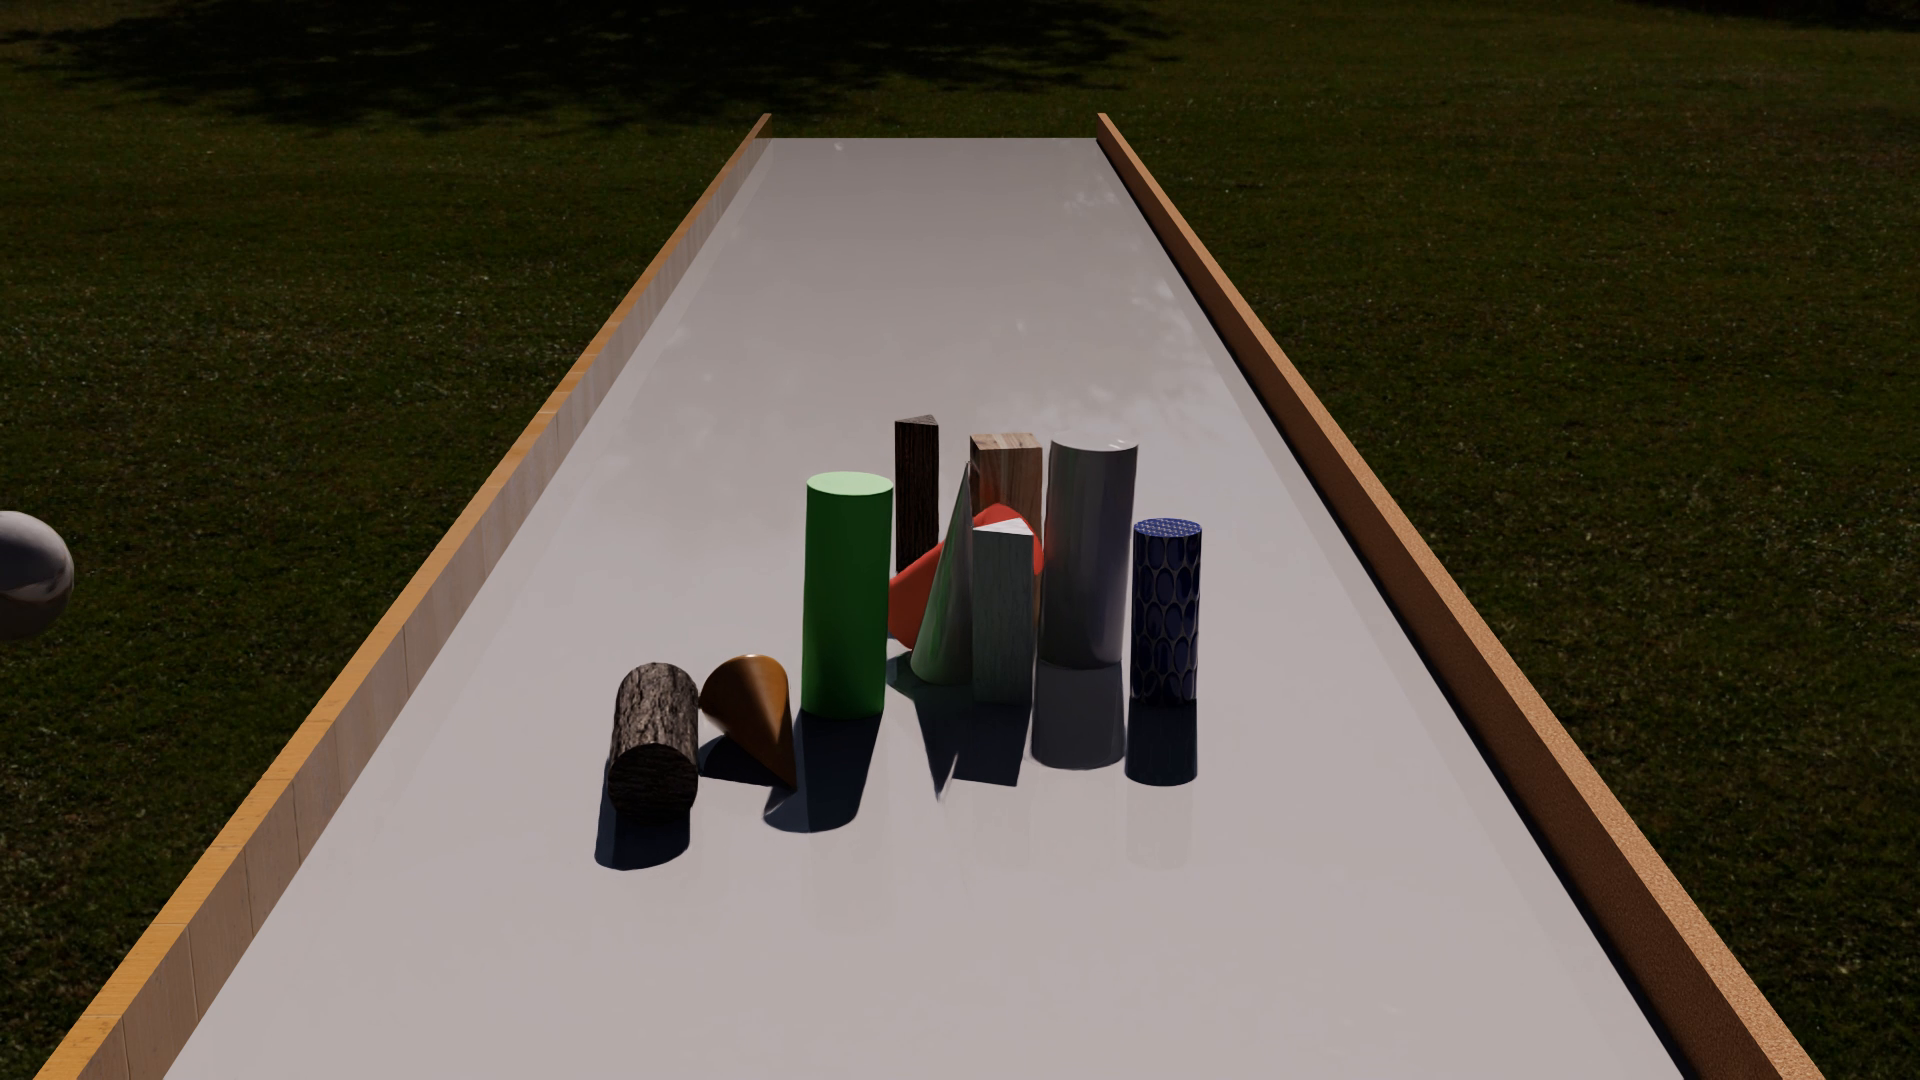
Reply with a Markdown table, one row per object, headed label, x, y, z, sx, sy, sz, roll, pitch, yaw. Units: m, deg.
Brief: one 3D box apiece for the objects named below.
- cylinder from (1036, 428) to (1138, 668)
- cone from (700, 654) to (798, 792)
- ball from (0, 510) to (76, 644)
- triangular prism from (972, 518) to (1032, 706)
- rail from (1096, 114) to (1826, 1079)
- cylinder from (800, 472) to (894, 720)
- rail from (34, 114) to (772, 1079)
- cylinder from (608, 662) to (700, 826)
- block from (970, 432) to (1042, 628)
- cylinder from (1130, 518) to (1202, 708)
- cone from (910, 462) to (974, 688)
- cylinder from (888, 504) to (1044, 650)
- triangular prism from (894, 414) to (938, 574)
| label | x | y | z | sx | sy | sz | roll | pitch | yaw |
| --- | --- | --- | --- | --- | --- | --- | --- | --- | --- |
| cylinder | 0.252 | 0.017 | 4.373 | 0.172 | 0.446 | 0.172 | 3 | 17 | -1 |
| cone | -0.336 | 0.355 | 3.891 | 0.168 | 0.168 | 0.302 | -7 | 34 | -22 |
| ball | -1.531 | 0.058 | 3.520 | 0.213 | 0.213 | 0.213 | 0 | 17 | 0 |
| triangular prism | 0.096 | 0.134 | 4.180 | 0.117 | 0.339 | 0.102 | 6 | 18 | 19 |
| rail | 0.932 | -0.844 | 7.801 | 0.050 | 0.150 | 12.000 | 0 | 17 | -1 |
| cylinder | -0.212 | 0.103 | 4.102 | 0.159 | 0.436 | 0.159 | 3 | 17 | -1 |
| rail | -1.118 | -0.838 | 7.780 | 0.050 | 0.150 | 12.000 | 0 | 17 | -1 |
| cylinder | -0.526 | 0.347 | 3.800 | 0.148 | 0.148 | 0.394 | -2 | 17 | -6 |
| block | 0.095 | -0.019 | 4.606 | 0.130 | 0.389 | 0.130 | -2 | 17 | -8 |
| cylinder | 0.390 | 0.138 | 4.174 | 0.129 | 0.336 | 0.129 | 0 | 17 | 0 |
| cone | -0.003 | 0.050 | 4.215 | 0.155 | 0.456 | 0.155 | 4 | 30 | -2 |
| cylinder | 0.000 | 0.078 | 4.395 | 0.312 | 0.165 | 0.165 | -36 | -4 | 31 |
| triangular prism | -0.081 | -0.097 | 4.923 | 0.102 | 0.359 | 0.088 | 6 | 18 | 20 |
